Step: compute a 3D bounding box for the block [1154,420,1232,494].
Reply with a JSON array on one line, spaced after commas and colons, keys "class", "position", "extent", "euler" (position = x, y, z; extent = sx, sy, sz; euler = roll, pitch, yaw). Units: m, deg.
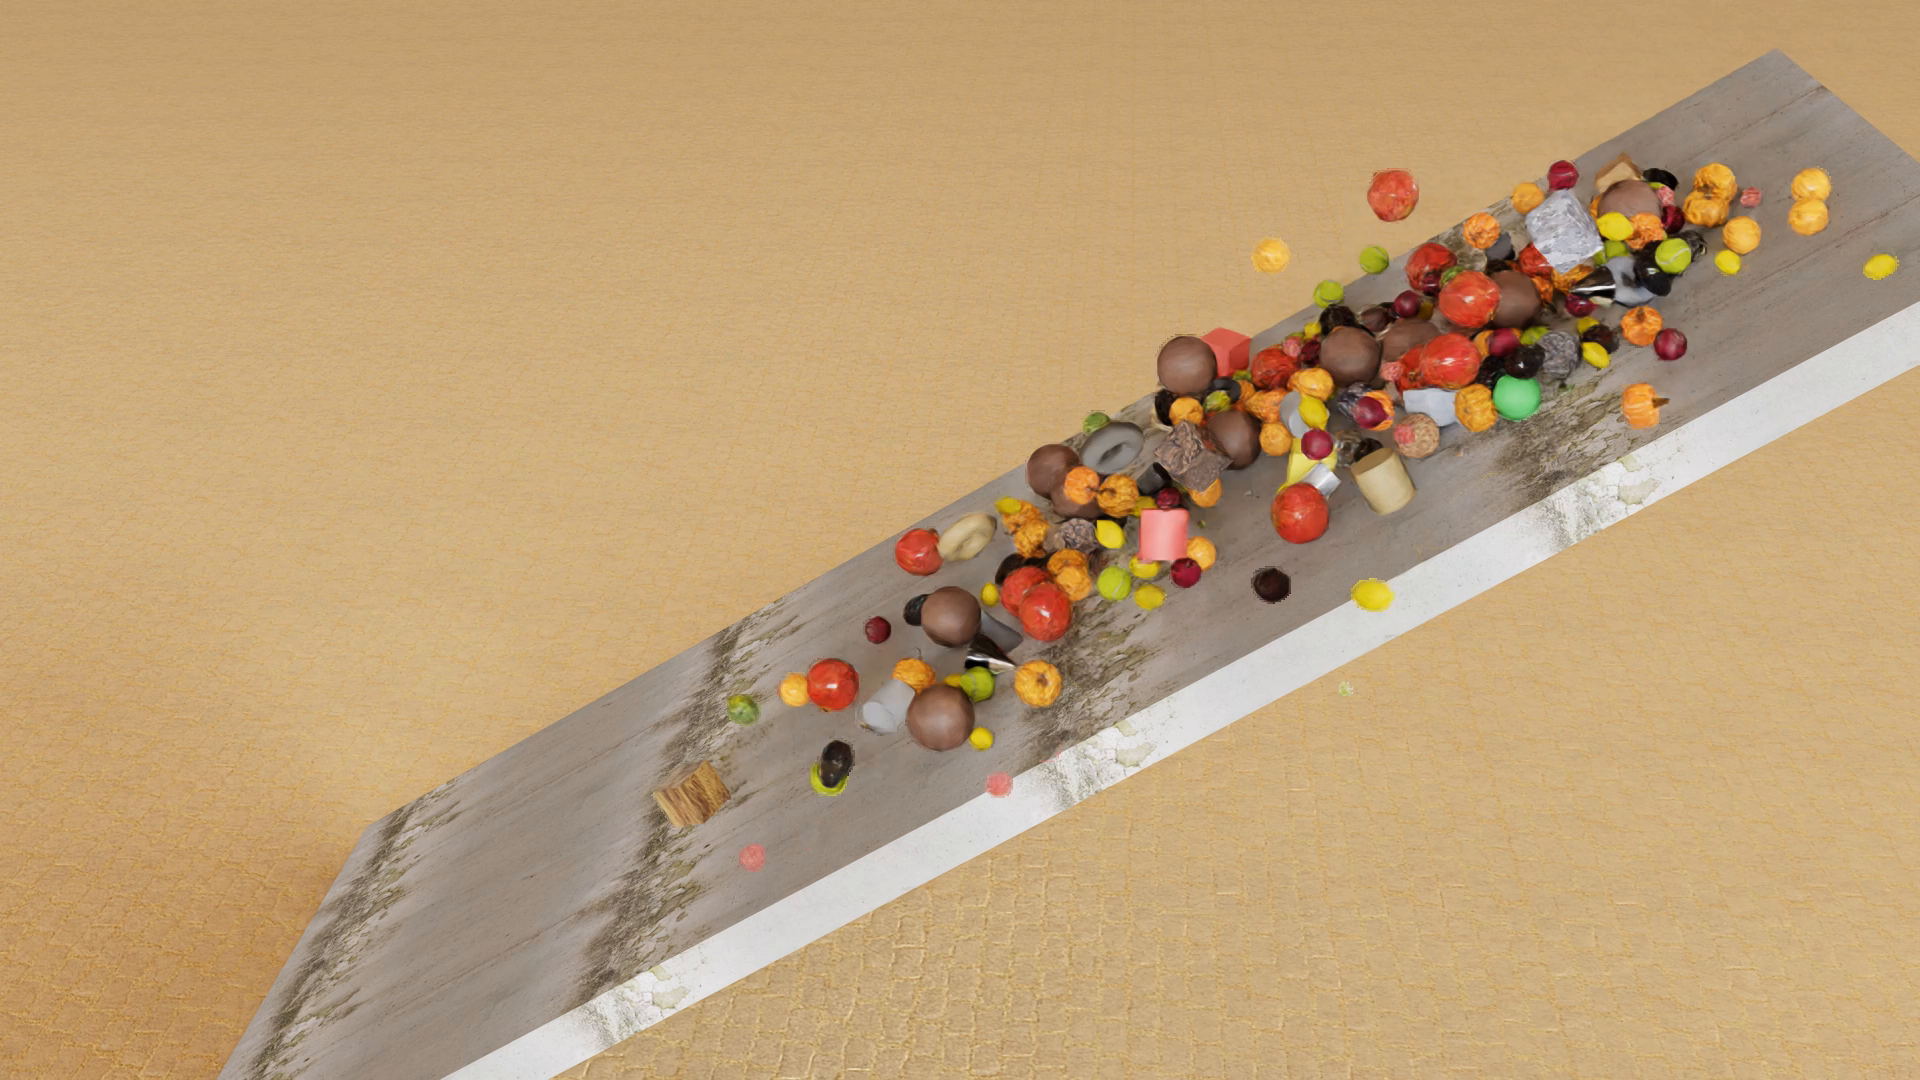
[{"class": "block", "position": [0.475, -0.170, 6.002], "extent": [0.094, 0.094, 0.094], "euler": [21, 27, -47]}]

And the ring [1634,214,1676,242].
[{"class": "ring", "position": [1.428, -0.641, 6.047], "extent": [0.092, 0.031, 0.092], "euler": [-29, 13, 8]}]

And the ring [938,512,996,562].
[{"class": "ring", "position": [0.014, -0.005, 6.106], "extent": [0.134, 0.134, 0.045], "euler": [-15, 60, -37]}]

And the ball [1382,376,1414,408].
[{"class": "ball", "position": [0.890, -0.301, 5.968], "extent": [0.062, 0.062, 0.062], "euler": [0, 19, 0]}]

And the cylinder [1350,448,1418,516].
[{"class": "cylinder", "position": [0.790, -0.109, 5.484], "extent": [0.093, 0.093, 0.093], "euler": [-30, 15, 9]}]

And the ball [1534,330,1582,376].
[{"class": "ball", "position": [1.136, -0.356, 5.594], "extent": [0.088, 0.088, 0.088], "euler": [0, 19, 0]}]

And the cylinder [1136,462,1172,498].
[{"class": "cylinder", "position": [0.402, -0.125, 6.109], "extent": [0.052, 0.052, 0.052], "euler": [36, 26, -21]}]

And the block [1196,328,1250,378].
[{"class": "block", "position": [0.597, -0.419, 6.664], "extent": [0.085, 0.085, 0.085], "euler": [22, 35, 32]}]

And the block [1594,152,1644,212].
[{"class": "block", "position": [1.427, -0.775, 6.356], "extent": [0.079, 0.079, 0.079], "euler": [-38, 9, 24]}]

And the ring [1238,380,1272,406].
[{"class": "ring", "position": [0.649, -0.325, 6.528], "extent": [0.087, 0.029, 0.087], "euler": [-6, -25, -3]}]

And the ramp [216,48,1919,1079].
[{"class": "ramp", "position": [0.142, 0.168, 6.286], "extent": [4.000, 0.100, 2.000], "euler": [-29, 15, 12]}]

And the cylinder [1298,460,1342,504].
[{"class": "cylinder", "position": [0.693, -0.112, 5.666], "extent": [0.060, 0.060, 0.060], "euler": [-44, 21, 5]}]

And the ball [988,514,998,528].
[{"class": "ball", "position": [0.062, -0.035, 6.815], "extent": [0.050, 0.050, 0.050], "euler": [0, 19, 0]}]

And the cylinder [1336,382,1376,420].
[{"class": "cylinder", "position": [0.805, -0.285, 5.982], "extent": [0.055, 0.055, 0.055], "euler": [-42, 37, -22]}]

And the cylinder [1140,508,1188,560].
[{"class": "cylinder", "position": [0.394, -0.012, 5.673], "extent": [0.093, 0.093, 0.093], "euler": [0, 4, 0]}]

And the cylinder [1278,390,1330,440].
[{"class": "cylinder", "position": [0.708, -0.255, 6.043], "extent": [0.087, 0.087, 0.087], "euler": [-3, 19, -9]}]

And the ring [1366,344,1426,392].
[{"class": "ring", "position": [0.912, -0.361, 6.152], "extent": [0.140, 0.047, 0.140], "euler": [-31, 17, 10]}]

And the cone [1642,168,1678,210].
[{"class": "cone", "position": [1.469, -0.730, 6.222], "extent": [0.080, 0.080, 0.080], "euler": [11, 63, 28]}]

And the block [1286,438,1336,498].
[{"class": "block", "position": [0.686, -0.141, 5.744], "extent": [0.083, 0.083, 0.083], "euler": [8, 24, 1]}]

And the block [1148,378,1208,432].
[{"class": "block", "position": [0.475, -0.291, 6.421], "extent": [0.097, 0.097, 0.097], "euler": [12, -6, -6]}]

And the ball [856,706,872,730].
[{"class": "ball", "position": [-0.183, 0.360, 6.009], "extent": [0.058, 0.058, 0.058], "euler": [0, 19, 0]}]

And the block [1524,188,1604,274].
[{"class": "block", "position": [1.167, -0.596, 5.685], "extent": [0.098, 0.098, 0.098], "euler": [-34, 36, 24]}]

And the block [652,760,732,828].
[{"class": "block", "position": [-0.559, 0.531, 6.142], "extent": [0.095, 0.095, 0.095], "euler": [-17, 21, 46]}]

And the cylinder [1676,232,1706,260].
[{"class": "cylinder", "position": [1.434, -0.575, 5.766], "extent": [0.054, 0.054, 0.054], "euler": [3, 6, 10]}]

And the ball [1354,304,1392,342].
[{"class": "ball", "position": [0.902, -0.473, 6.413], "extent": [0.081, 0.081, 0.081], "euler": [0, 19, 0]}]

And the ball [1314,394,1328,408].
[{"class": "ball", "position": [0.743, -0.275, 6.185], "extent": [0.062, 0.062, 0.062], "euler": [0, 19, 0]}]

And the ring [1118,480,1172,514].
[{"class": "ring", "position": [0.399, -0.103, 6.362], "extent": [0.131, 0.044, 0.131], "euler": [-31, 15, 9]}]

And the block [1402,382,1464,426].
[{"class": "block", "position": [0.916, -0.259, 5.695], "extent": [0.075, 0.075, 0.075], "euler": [-13, 6, -28]}]

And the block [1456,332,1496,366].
[{"class": "block", "position": [1.030, -0.375, 5.907], "extent": [0.054, 0.054, 0.054], "euler": [-42, 3, -13]}]

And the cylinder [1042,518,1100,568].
[{"class": "cylinder", "position": [0.235, 0.007, 6.196], "extent": [0.100, 0.100, 0.100], "euler": [-4, -1, -13]}]

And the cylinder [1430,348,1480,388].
[{"class": "cylinder", "position": [0.966, -0.335, 5.743], "extent": [0.068, 0.068, 0.068], "euler": [-17, 25, -40]}]

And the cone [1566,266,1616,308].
[{"class": "cone", "position": [1.158, -0.466, 5.449], "extent": [0.080, 0.080, 0.080], "euler": [-8, 20, -18]}]

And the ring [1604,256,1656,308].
[{"class": "ring", "position": [1.296, -0.501, 5.708], "extent": [0.114, 0.038, 0.114], "euler": [9, 58, -15]}]

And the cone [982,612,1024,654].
[{"class": "cone", "position": [0.067, 0.182, 6.003], "extent": [0.093, 0.093, 0.093], "euler": [-29, 14, 8]}]

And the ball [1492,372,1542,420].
[{"class": "ball", "position": [1.042, -0.270, 5.500], "extent": [0.091, 0.091, 0.091], "euler": [0, 19, 0]}]

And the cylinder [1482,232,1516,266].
[{"class": "cylinder", "position": [1.159, -0.626, 6.326], "extent": [0.059, 0.059, 0.059], "euler": [-15, 16, 13]}]

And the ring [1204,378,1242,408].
[{"class": "ring", "position": [0.572, -0.322, 6.422], "extent": [0.087, 0.029, 0.087], "euler": [-8, 42, 8]}]

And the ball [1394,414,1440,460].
[{"class": "ball", "position": [0.873, -0.198, 5.617], "extent": [0.088, 0.088, 0.088], "euler": [0, 19, 0]}]
